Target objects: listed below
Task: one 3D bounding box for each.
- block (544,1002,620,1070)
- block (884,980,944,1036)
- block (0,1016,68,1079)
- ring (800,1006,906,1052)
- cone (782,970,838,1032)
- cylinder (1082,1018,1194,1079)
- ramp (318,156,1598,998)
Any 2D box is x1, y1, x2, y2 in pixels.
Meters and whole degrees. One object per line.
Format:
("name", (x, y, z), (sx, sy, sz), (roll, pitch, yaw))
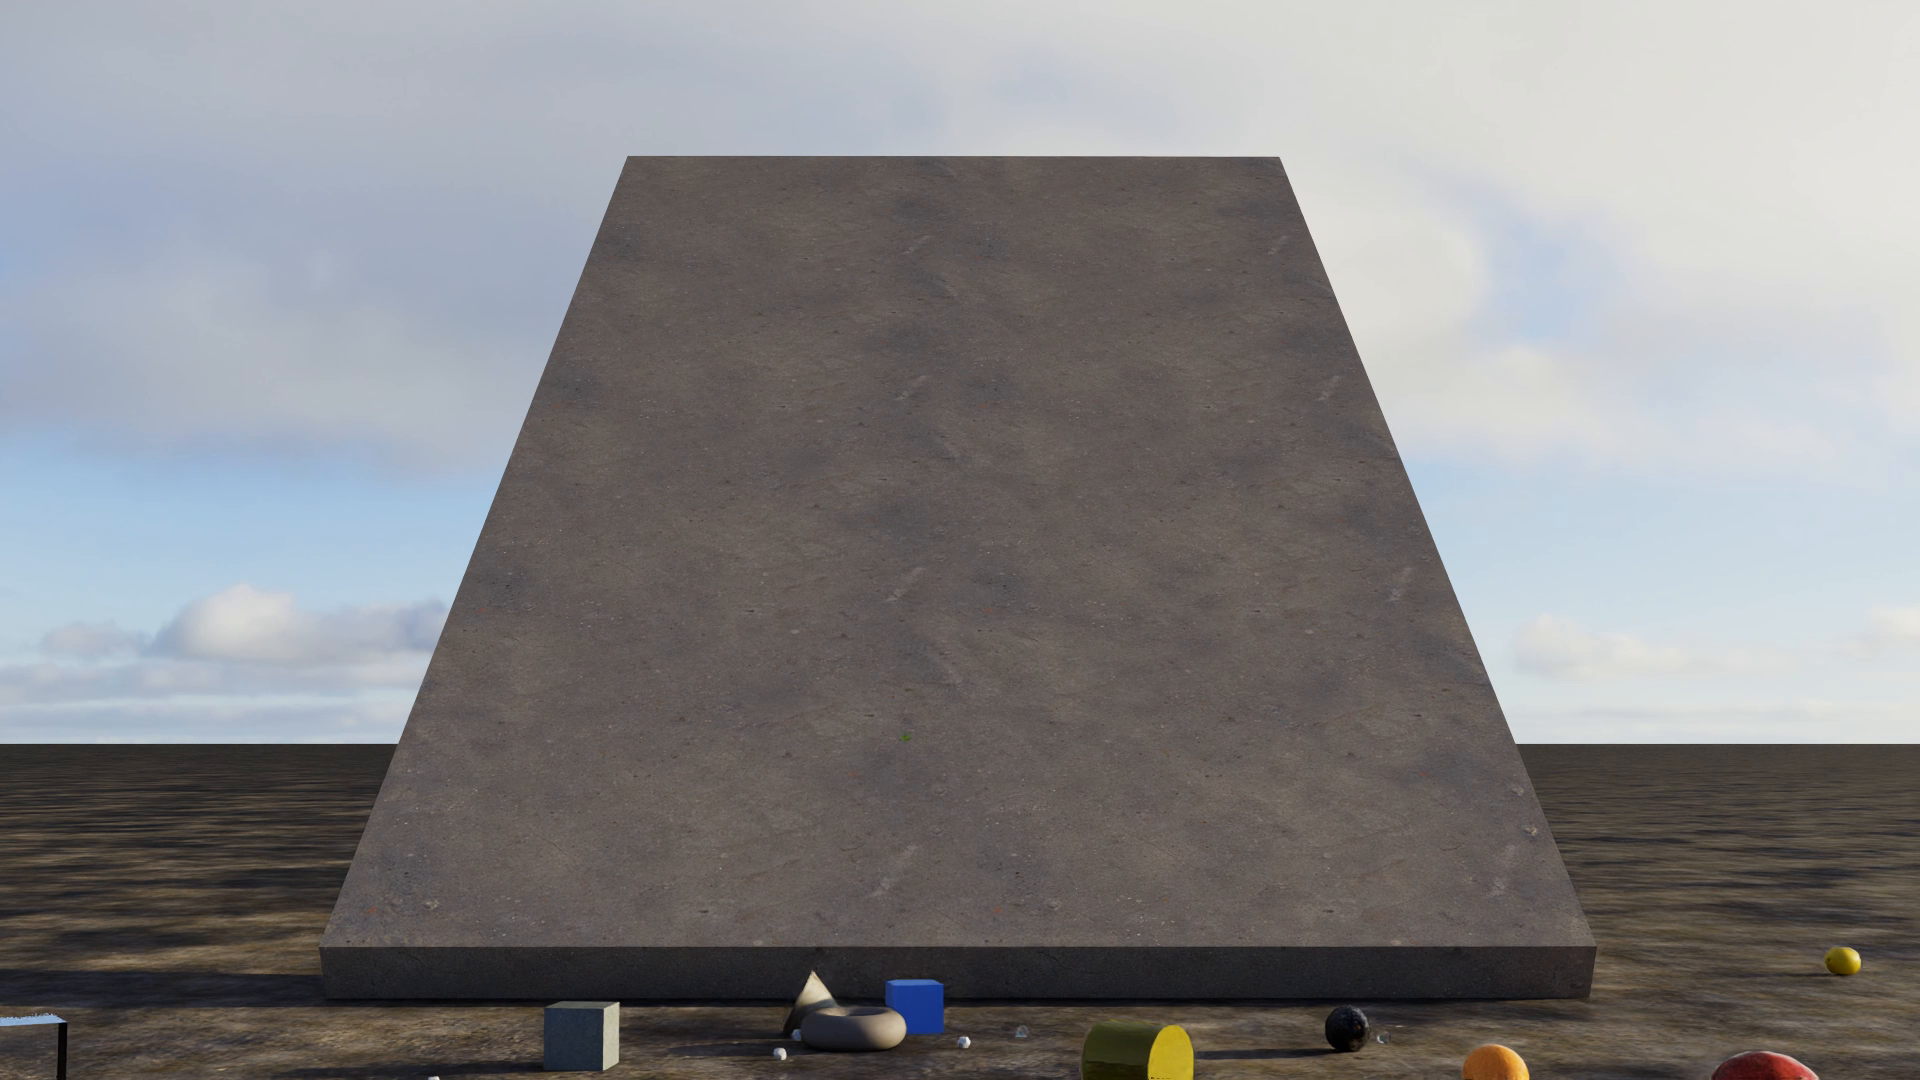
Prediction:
("block", (-0.475, 0.623, 2.979), (0.076, 0.076, 0.076), (-1, -5, 6))
("block", (-0.065, 0.654, 3.317), (0.069, 0.069, 0.069), (1, -5, -12))
("block", (-1.095, 0.603, 2.770), (0.081, 0.081, 0.081), (3, -6, -32))
("ring", (-0.142, 0.653, 3.164), (0.142, 0.047, 0.142), (0, -3, 0))
("cone", (-0.185, 0.667, 3.319), (0.096, 0.096, 0.096), (27, -4, 2))
("cylinder", (0.201, 0.590, 2.680), (0.091, 0.091, 0.091), (-4, -6, 39))
("ramp", (-0.011, -0.227, 5.514), (2.000, 0.100, 4.000), (0, 27, 0))
